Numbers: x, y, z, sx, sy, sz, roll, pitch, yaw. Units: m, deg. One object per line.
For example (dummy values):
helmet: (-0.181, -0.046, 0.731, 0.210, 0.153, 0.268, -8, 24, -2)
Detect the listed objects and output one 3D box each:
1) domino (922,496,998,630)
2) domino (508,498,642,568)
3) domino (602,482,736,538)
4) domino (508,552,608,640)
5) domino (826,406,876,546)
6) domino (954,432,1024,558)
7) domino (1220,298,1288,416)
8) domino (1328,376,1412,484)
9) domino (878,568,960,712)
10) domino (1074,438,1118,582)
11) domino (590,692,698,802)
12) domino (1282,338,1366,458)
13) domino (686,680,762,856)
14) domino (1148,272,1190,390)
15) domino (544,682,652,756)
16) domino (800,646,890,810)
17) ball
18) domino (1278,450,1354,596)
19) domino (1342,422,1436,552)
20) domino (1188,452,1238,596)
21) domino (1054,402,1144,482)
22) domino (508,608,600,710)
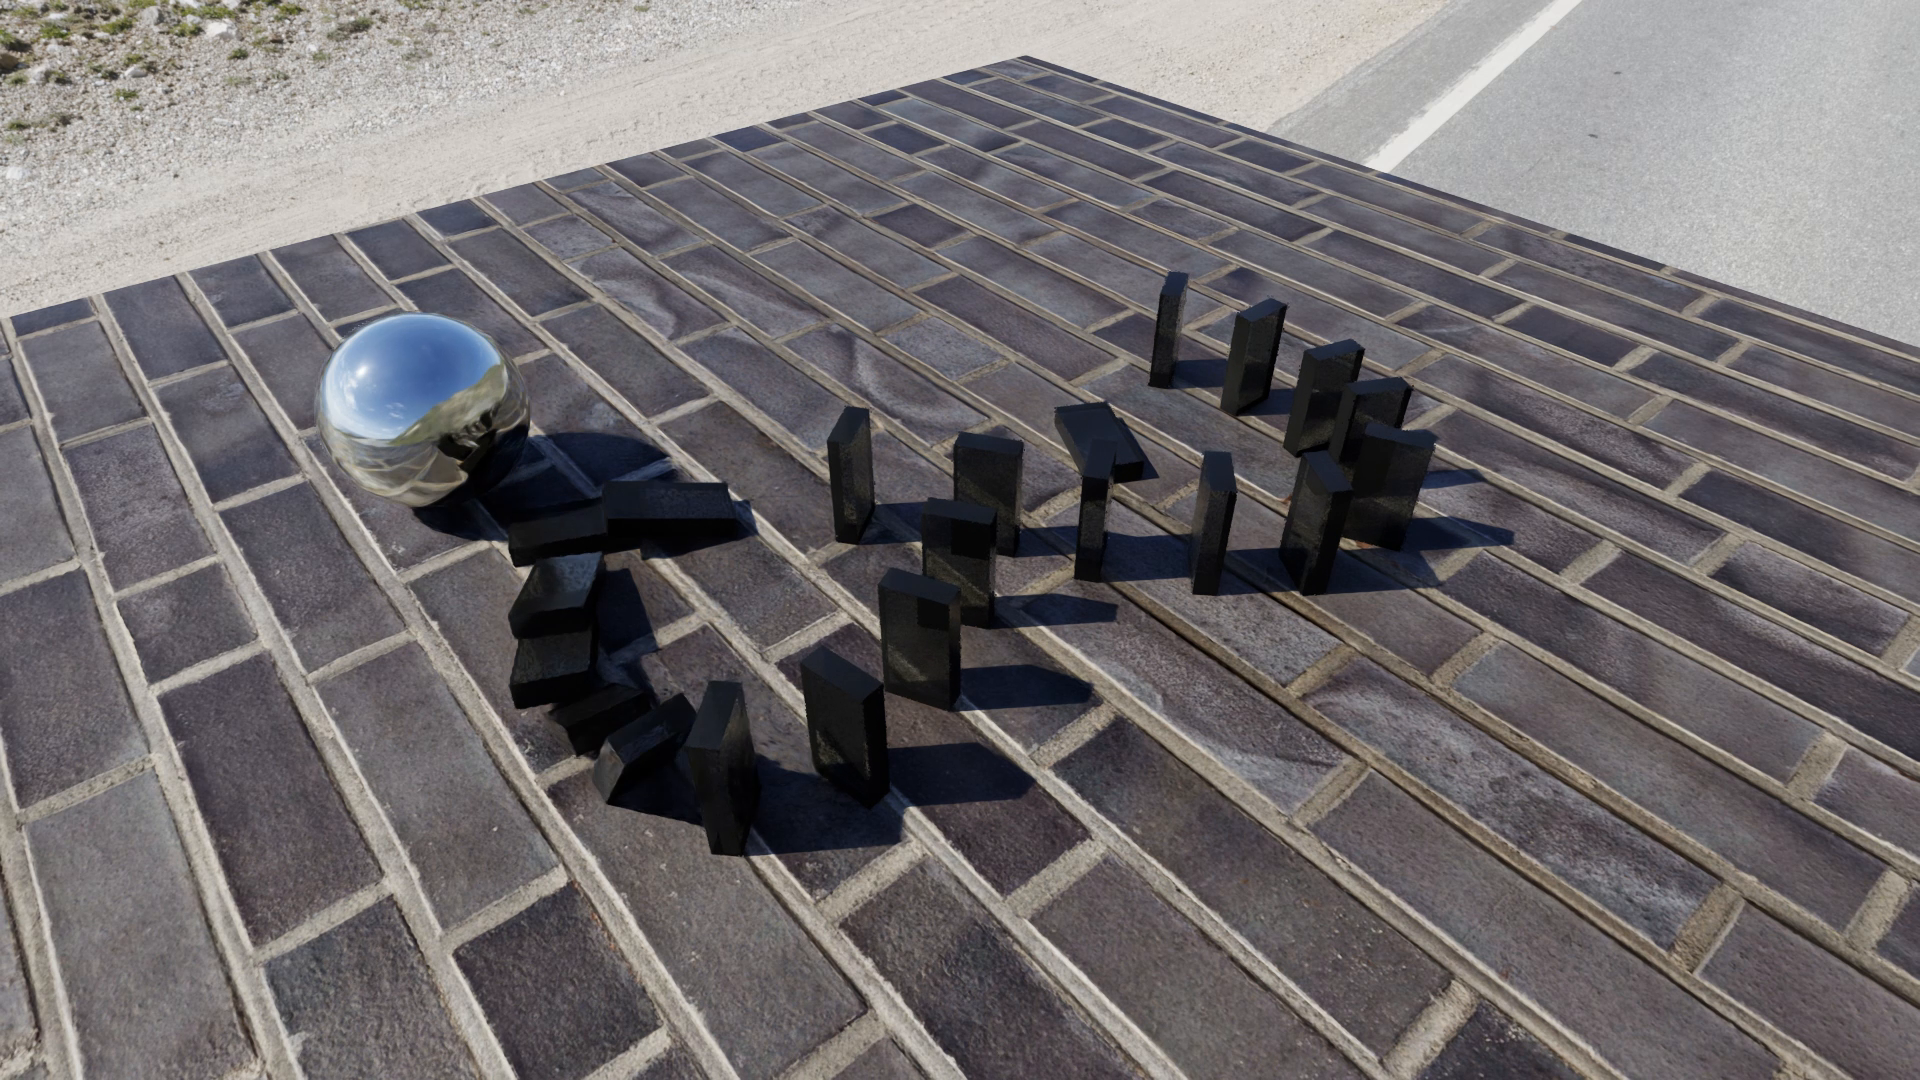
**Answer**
domino: (0.000, 0.009, 0.400, 0.025, 0.050, 0.010, 10, 40, 12)
domino: (-0.157, -0.005, 0.449, 0.050, 0.009, 0.025, -10, 40, -12)
domino: (-0.119, -0.013, 0.449, 0.050, 0.010, 0.025, -1, 38, -24)
domino: (-0.148, 0.020, 0.408, 0.025, 0.010, 0.050, -7, 23, -6)
domino: (-0.043, -0.026, 0.443, 0.009, 0.050, 0.025, 8, 40, 10)
domino: (0.011, -0.017, 0.433, 0.025, 0.050, 0.010, 11, 40, 13)
domino: (0.137, -0.085, 0.516, 0.025, 0.050, 0.009, -29, 47, -30)
domino: (0.171, -0.044, 0.465, 0.025, 0.050, 0.009, -8, 40, -10)
domino: (-0.013, 0.034, 0.370, 0.025, 0.050, 0.009, 15, 42, 18)
domino: (0.052, -0.011, 0.425, 0.010, 0.050, 0.025, 9, 40, 11)
domino: (-0.097, 0.064, 0.335, 0.025, 0.050, 0.010, -32, 81, -33)
domino: (0.161, -0.062, 0.488, 0.025, 0.050, 0.009, -16, 42, -19)
domino: (-0.070, 0.069, 0.328, 0.009, 0.050, 0.025, 3, 39, 4)
domino: (0.102, -0.102, 0.536, 0.010, 0.050, 0.025, 12, 41, 14)
domino: (-0.116, 0.057, 0.352, 0.025, 0.009, 0.050, -24, 8, -27)
domino: (-0.035, 0.058, 0.340, 0.025, 0.050, 0.010, 27, 47, 29)
ball: (-0.219, -0.053, 0.453, 0.080, 0.080, 0.080, 0, 39, 0)
domino: (0.135, -0.006, 0.419, 0.010, 0.050, 0.025, -5, 40, -6)
domino: (0.169, -0.021, 0.437, 0.025, 0.050, 0.009, 16, 42, 19)
domino: (0.096, -0.006, 0.419, 0.009, 0.050, 0.025, 3, 39, 4)
domino: (0.062, -0.044, 0.497, 0.025, 0.010, 0.050, -8, 40, -10)
domino: (-0.141, 0.040, 0.384, 0.025, 0.010, 0.050, -10, 25, -12)
